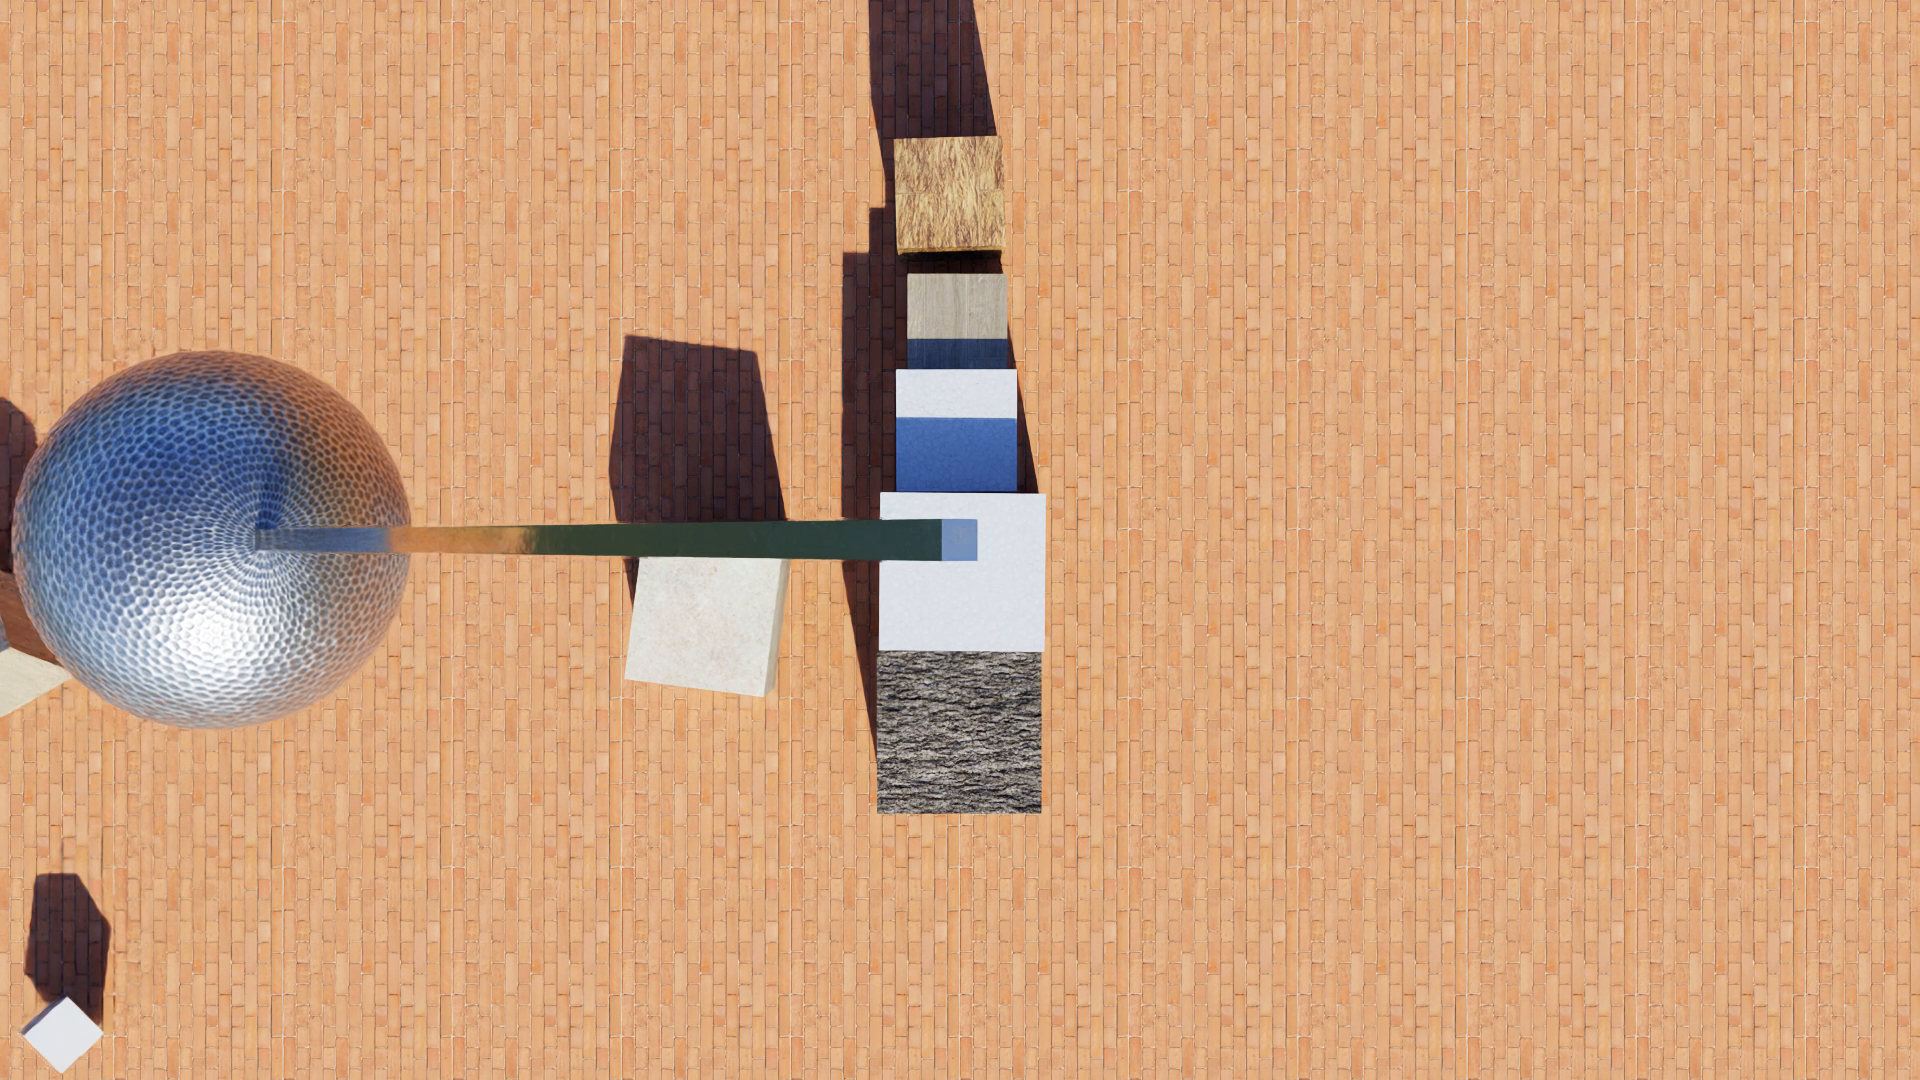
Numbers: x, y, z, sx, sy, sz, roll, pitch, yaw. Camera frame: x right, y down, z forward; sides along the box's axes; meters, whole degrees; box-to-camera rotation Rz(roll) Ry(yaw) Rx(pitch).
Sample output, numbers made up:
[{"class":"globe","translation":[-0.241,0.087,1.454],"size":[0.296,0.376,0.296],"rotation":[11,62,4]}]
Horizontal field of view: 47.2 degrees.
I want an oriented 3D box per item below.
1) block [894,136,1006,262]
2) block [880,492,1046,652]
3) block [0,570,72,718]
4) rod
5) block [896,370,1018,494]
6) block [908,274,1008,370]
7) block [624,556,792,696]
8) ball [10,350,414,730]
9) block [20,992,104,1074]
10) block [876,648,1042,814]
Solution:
[{"class":"block","translation":[-0.057,-1.961,12.696],"size":[0.615,0.609,0.617],"rotation":[-2,90,0]},{"class":"block","translation":[0.013,0.176,12.545],"size":[0.910,0.910,0.867],"rotation":[1,90,0]},{"class":"block","translation":[-5.557,0.591,12.586],"size":[0.580,0.623,0.567],"rotation":[-29,68,4]},{"class":"rod","translation":[-1.353,0.000,6.347],"size":[0.080,5.200,0.080],"rotation":[0,90,-31]},{"class":"block","translation":[-0.019,-0.616,12.682],"size":[0.678,0.636,0.685],"rotation":[0,90,0]},{"class":"block","translation":[-0.015,-1.240,12.741],"size":[0.565,0.518,0.543],"rotation":[0,90,0]},{"class":"block","translation":[-1.431,0.420,12.627],"size":[0.781,0.746,0.815],"rotation":[7,90,0]},{"class":"ball","translation":[-3.122,0.000,9.250],"size":[1.600,1.600,1.600],"rotation":[0,90,0]},{"class":"block","translation":[-5.196,2.850,12.727],"size":[0.315,0.373,0.304],"rotation":[-45,103,-24]},{"class":"block","translation":[-0.004,1.063,12.571],"size":[0.911,0.858,0.899],"rotation":[0,90,0]}]
